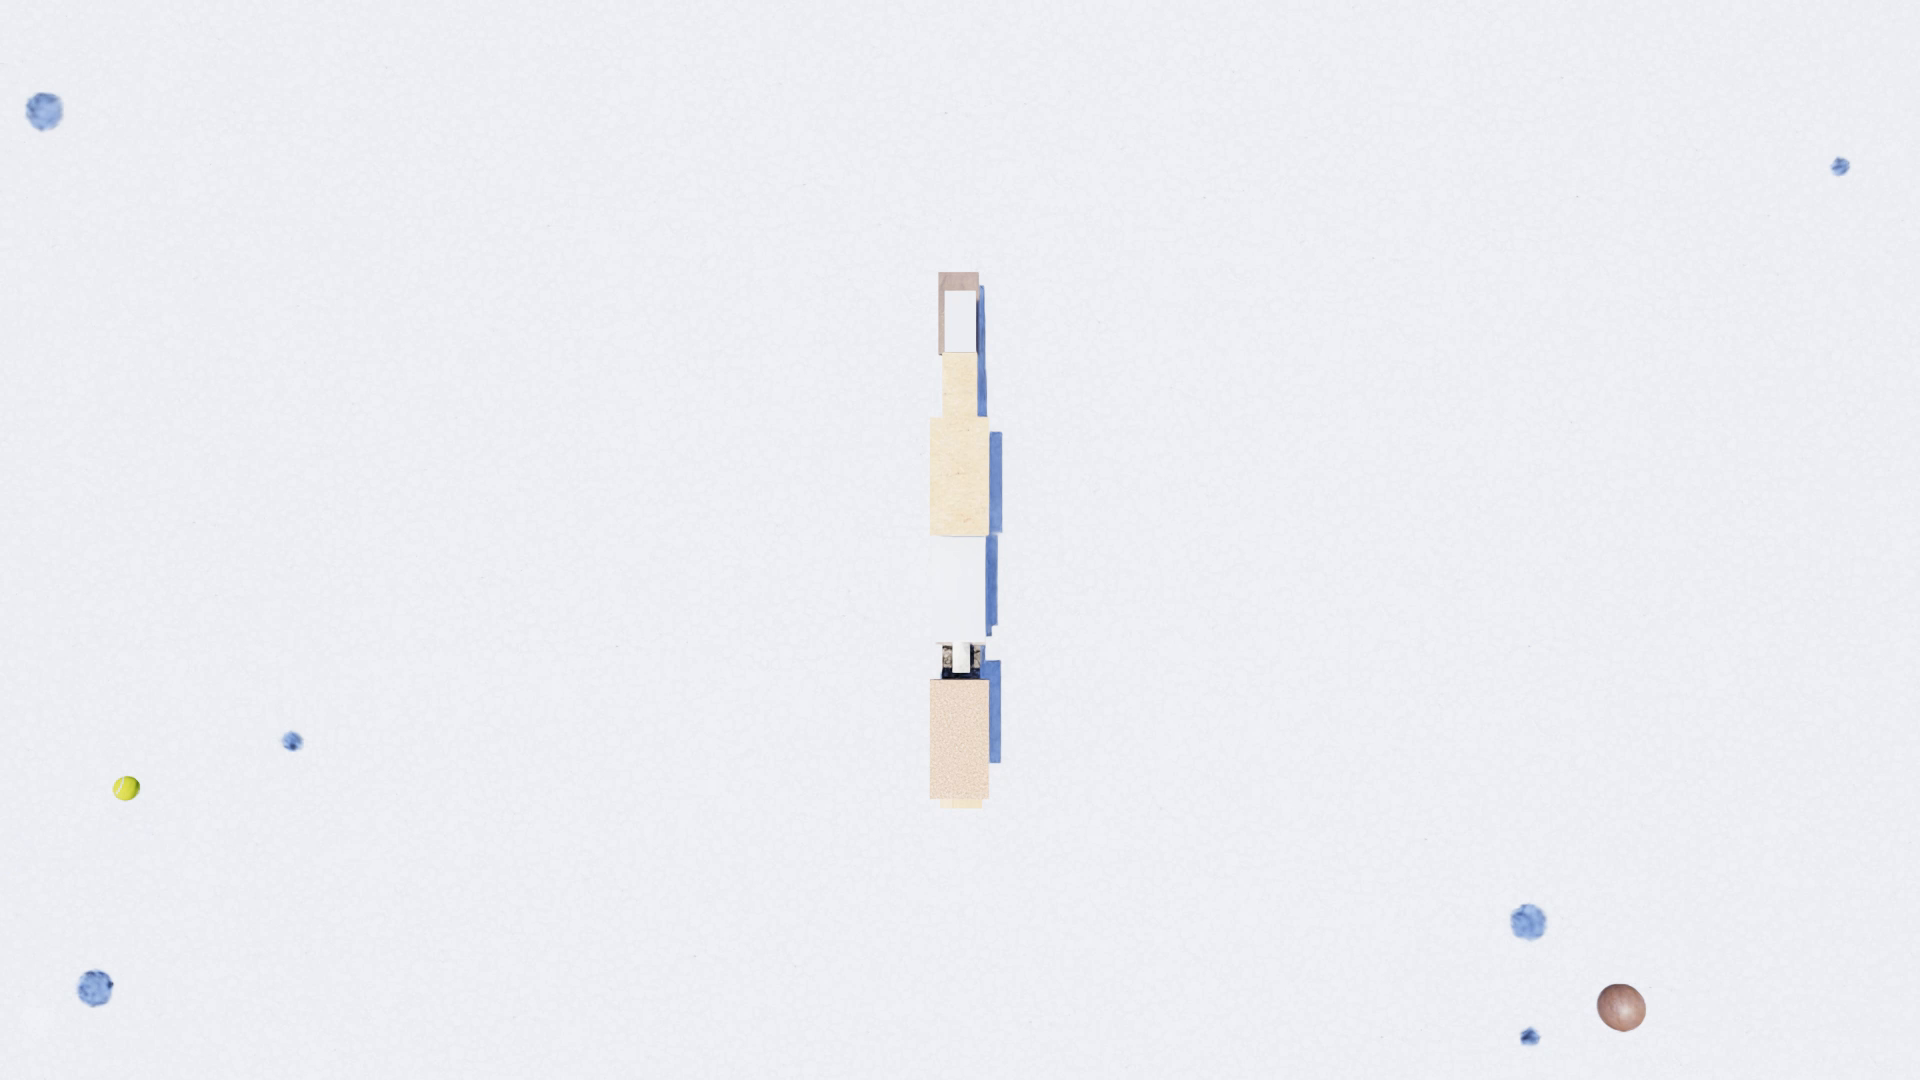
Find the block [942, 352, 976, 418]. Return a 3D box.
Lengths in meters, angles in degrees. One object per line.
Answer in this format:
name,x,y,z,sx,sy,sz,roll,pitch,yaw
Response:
block,-0.001,-0.461,4.990,0.104,0.029,0.208,0,90,0

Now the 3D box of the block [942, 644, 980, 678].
block,0.004,0.453,5.241,0.121,0.034,0.242,0,90,0

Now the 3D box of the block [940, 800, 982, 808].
block,0.003,0.713,5.214,0.134,0.038,0.267,0,90,0

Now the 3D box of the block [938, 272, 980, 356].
block,-0.004,-0.717,5.222,0.130,0.037,0.259,0,90,0

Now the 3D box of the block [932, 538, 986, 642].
block,-0.003,0.144,4.818,0.152,0.043,0.304,0,90,0

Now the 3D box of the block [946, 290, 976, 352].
block,0.001,-0.662,5.007,0.092,0.026,0.185,0,90,0

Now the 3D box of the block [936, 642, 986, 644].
block,0.002,0.171,5.166,0.156,0.044,0.312,0,90,0

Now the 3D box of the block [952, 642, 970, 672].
block,0.004,0.352,5.034,0.051,0.015,0.103,0,90,0

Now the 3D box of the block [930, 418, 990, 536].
block,-0.002,-0.183,4.755,0.169,0.048,0.338,0,90,0

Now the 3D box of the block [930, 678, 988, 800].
block,-0.002,0.581,4.825,0.173,0.049,0.346,0,90,0

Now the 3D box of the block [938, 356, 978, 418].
block,-0.005,-0.456,5.230,0.126,0.036,0.252,0,90,0

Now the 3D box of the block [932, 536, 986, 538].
block,-0.003,-0.158,5.141,0.167,0.047,0.335,0,90,0
